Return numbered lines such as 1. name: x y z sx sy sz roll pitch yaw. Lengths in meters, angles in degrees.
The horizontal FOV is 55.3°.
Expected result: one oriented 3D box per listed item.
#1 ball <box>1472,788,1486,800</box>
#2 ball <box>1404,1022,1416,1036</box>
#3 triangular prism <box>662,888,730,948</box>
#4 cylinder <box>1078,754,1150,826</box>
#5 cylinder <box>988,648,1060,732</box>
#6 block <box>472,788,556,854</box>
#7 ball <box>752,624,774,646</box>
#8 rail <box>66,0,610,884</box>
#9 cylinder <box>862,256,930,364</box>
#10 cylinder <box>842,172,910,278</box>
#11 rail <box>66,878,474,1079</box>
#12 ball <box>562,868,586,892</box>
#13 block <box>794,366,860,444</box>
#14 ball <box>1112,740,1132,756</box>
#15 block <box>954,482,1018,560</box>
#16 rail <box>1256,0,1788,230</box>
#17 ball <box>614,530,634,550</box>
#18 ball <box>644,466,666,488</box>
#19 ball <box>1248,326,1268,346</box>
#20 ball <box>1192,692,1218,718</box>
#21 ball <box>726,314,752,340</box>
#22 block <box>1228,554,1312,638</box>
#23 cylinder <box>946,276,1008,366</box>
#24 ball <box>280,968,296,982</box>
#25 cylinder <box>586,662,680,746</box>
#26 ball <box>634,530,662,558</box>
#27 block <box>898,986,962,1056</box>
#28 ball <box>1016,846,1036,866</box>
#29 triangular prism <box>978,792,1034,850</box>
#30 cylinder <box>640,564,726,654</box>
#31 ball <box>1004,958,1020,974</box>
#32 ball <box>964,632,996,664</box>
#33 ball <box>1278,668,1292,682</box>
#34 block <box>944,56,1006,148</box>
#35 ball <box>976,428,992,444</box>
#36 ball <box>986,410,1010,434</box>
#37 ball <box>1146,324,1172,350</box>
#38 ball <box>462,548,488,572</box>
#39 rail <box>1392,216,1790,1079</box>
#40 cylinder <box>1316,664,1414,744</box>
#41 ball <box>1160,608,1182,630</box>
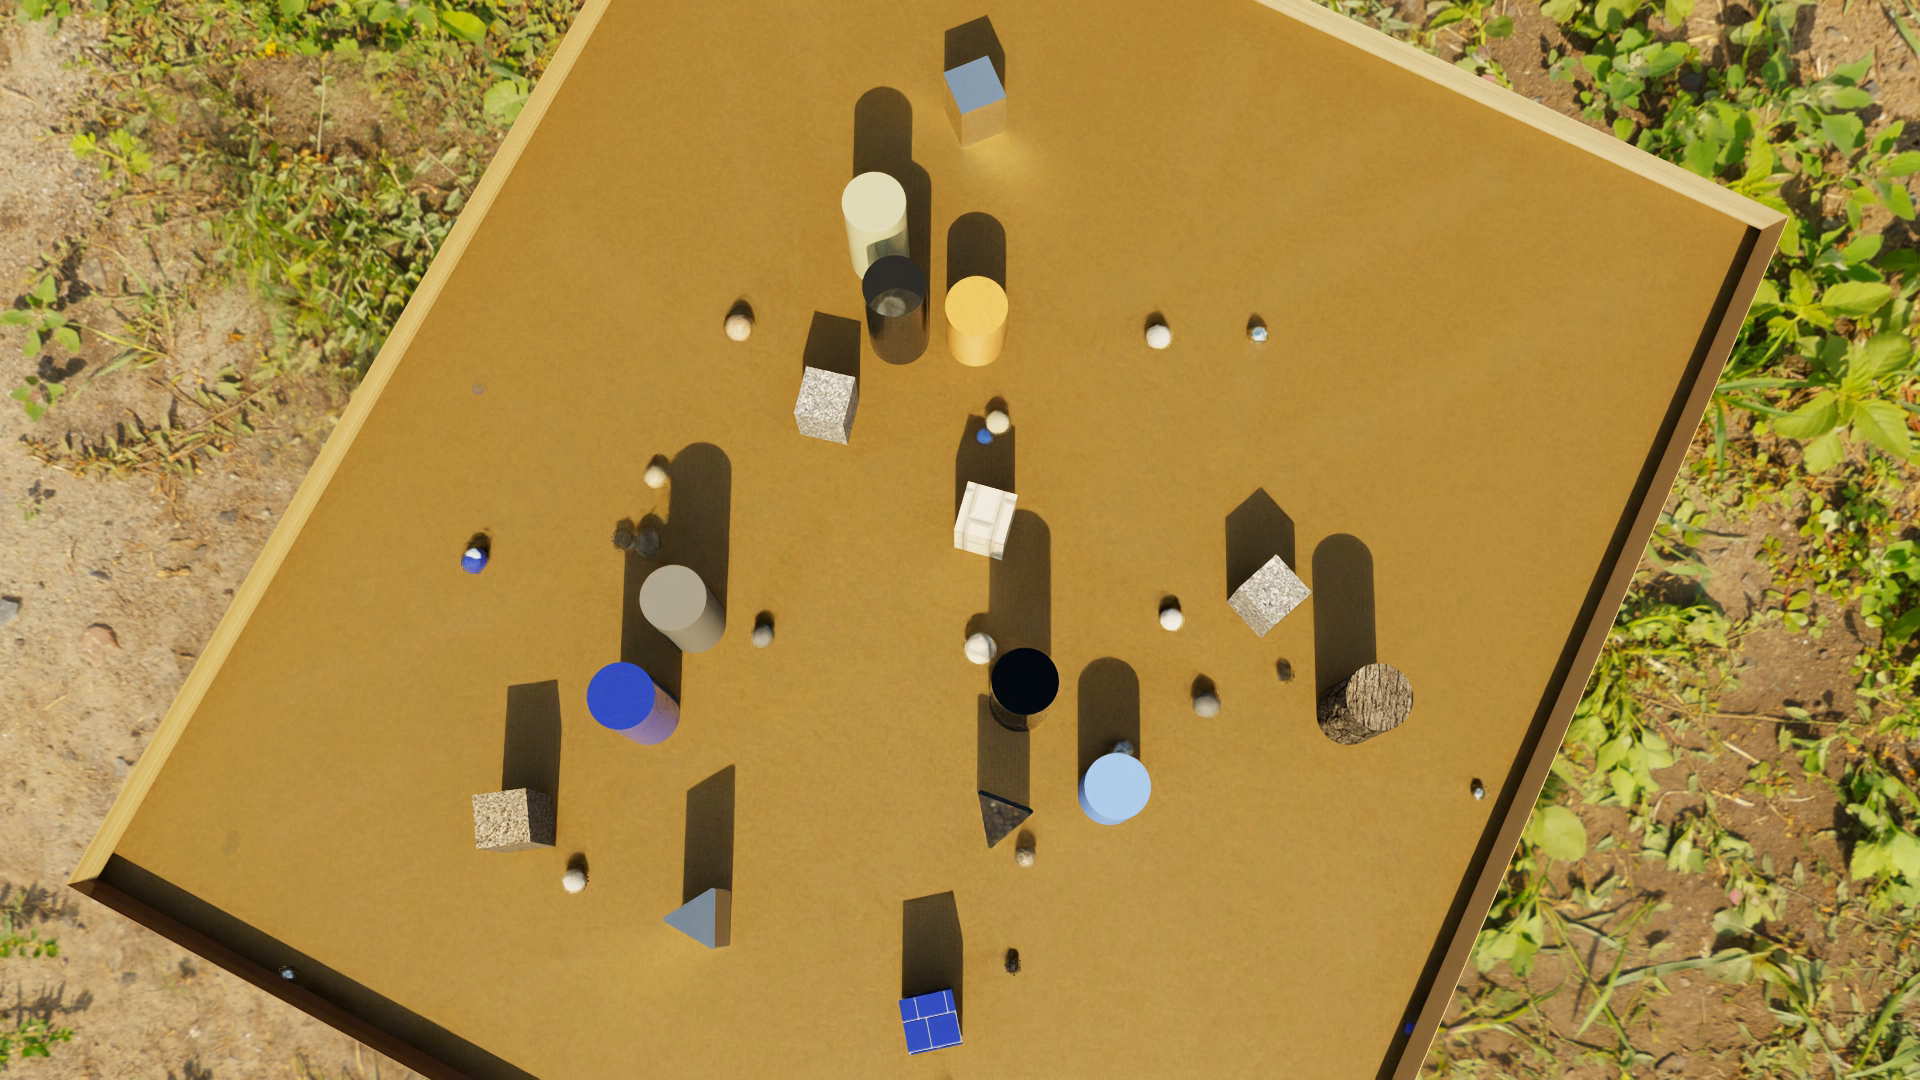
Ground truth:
1. ball: 1.540 0.754 5.440 0.040 0.040 0.040 0 78 0
2. ball: 1.305 1.415 5.302 0.042 0.042 0.042 0 78 0
3. triangular prism: -0.714 1.058 5.220 0.163 0.347 0.141 29 80 6
4. cylinder: 0.445 0.725 5.315 0.188 0.296 0.188 0 78 0
5. cylinder: 0.180 0.437 5.288 0.188 0.466 0.188 0 78 0
6. block: -1.283 0.811 5.282 0.150 0.326 0.150 -7 78 -2
7. ball: -0.593 0.287 5.523 0.067 0.067 0.067 0 78 0
8. rail: -1.634 -0.794 5.717 0.045 0.122 4.137 26 80 5
9. cylinder: -0.189 -0.686 5.520 0.188 0.467 0.188 0 78 0
10. cylinder: -0.252 -0.941 5.578 0.188 0.456 0.188 0 78 0
11. rail: -0.914 1.798 5.181 3.702 0.122 0.045 26 80 5
12. ball: -1.132 0.999 5.376 0.066 0.066 0.066 0 78 0
13. block: -0.404 -0.407 5.578 0.150 0.240 0.150 13 79 3
14. ball: 0.482 0.626 5.454 0.065 0.065 0.065 0 78 0
15. block: 0.076 -0.055 5.494 0.150 0.262 0.150 16 79 3
16. rail: 0.914 -1.785 5.922 3.702 0.122 0.045 26 80 5
17. ball: -1.026 -0.001 5.586 0.060 0.060 0.060 0 78 0
18. ball: -0.934 -0.192 5.621 0.069 0.069 0.069 0 78 0
19. ball: 0.931 -0.638 5.716 0.063 0.063 0.063 0 78 0
20. ball: 0.733 0.492 5.476 0.077 0.077 0.077 0 78 0
21. ball: -0.690 -0.663 5.710 0.084 0.084 0.084 0 78 0
22. block: 0.918 0.171 5.456 0.150 0.246 0.150 -41 81 -8
23. cylinder: 0.049 -0.664 5.597 0.188 0.306 0.188 0 78 0
24. ball: -1.956 1.269 5.331 0.045 0.045 0.045 0 78 0
25. cylinder: -0.935 0.477 5.281 0.188 0.464 0.188 0 78 0
26. ball: -0.950 0.010 5.572 0.083 0.083 0.083 0 78 0
27. block: -0.082 1.362 5.203 0.150 0.257 0.150 -11 79 -2
28. ball: 0.193 0.930 5.393 0.061 0.061 0.061 0 78 0
29. triangular prism: 0.100 0.790 5.305 0.163 0.289 0.141 -39 81 -7
30. cylinder: -0.804 0.206 5.348 0.188 0.442 0.188 0 78 0
31. ball: 0.152 1.241 5.338 0.042 0.042 0.042 0 78 0
32. ball: 0.061 0.326 5.501 0.094 0.094 0.094 0 78 0
33. ball: 0.976 0.404 5.510 0.044 0.044 0.044 0 78 0
34. block: 0.046 -1.378 5.773 0.150 0.252 0.150 -22 79 -5
35. ball: 0.074 -0.321 5.659 0.046 0.046 0.046 0 78 0
36. ball: 0.116 -0.364 5.654 0.074 0.074 0.074 0 78 0
37. ball: 0.618 -0.633 5.708 0.078 0.078 0.078 0 78 0
38. ball: -1.472 0.060 5.566 0.075 0.075 0.075 0 78 0
39. rail: 1.634 0.807 5.386 0.045 0.122 4.137 26 80 5
40. cylinder: 1.165 0.479 5.297 0.188 0.432 0.188 0 78 0
41. ball: 0.637 0.240 5.532 0.068 0.068 0.068 0 78 0
